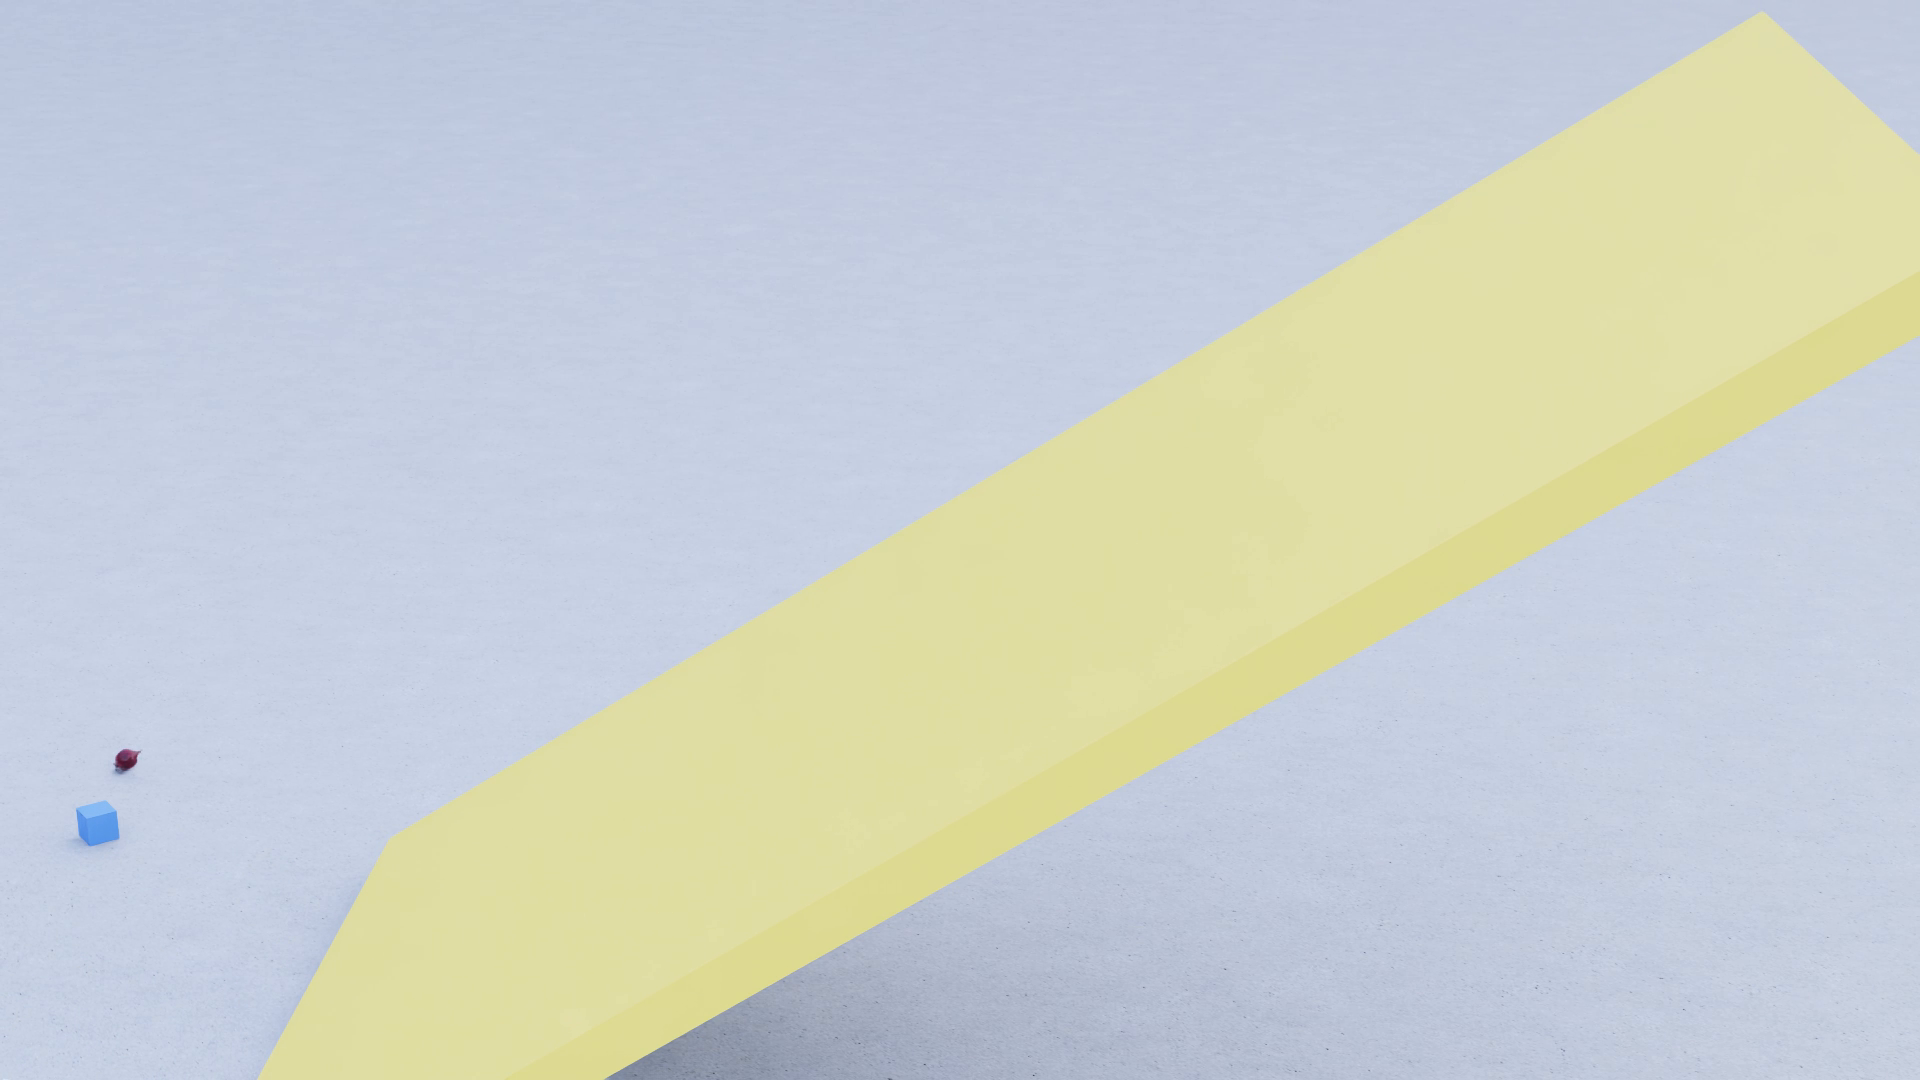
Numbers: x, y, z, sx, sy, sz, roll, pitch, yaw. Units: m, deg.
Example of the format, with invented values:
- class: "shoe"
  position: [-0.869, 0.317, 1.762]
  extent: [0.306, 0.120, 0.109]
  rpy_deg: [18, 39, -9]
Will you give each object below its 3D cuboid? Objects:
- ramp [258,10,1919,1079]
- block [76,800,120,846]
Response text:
- class: "ramp"
  position: [0.139, 0.171, 6.296]
  extent: [4.000, 0.100, 2.000]
  rpy_deg: [-31, 15, 14]
- class: "block"
  position: [-2.310, 0.759, 7.879]
  extent: [0.082, 0.082, 0.082]
  rpy_deg: [-14, 24, -33]
